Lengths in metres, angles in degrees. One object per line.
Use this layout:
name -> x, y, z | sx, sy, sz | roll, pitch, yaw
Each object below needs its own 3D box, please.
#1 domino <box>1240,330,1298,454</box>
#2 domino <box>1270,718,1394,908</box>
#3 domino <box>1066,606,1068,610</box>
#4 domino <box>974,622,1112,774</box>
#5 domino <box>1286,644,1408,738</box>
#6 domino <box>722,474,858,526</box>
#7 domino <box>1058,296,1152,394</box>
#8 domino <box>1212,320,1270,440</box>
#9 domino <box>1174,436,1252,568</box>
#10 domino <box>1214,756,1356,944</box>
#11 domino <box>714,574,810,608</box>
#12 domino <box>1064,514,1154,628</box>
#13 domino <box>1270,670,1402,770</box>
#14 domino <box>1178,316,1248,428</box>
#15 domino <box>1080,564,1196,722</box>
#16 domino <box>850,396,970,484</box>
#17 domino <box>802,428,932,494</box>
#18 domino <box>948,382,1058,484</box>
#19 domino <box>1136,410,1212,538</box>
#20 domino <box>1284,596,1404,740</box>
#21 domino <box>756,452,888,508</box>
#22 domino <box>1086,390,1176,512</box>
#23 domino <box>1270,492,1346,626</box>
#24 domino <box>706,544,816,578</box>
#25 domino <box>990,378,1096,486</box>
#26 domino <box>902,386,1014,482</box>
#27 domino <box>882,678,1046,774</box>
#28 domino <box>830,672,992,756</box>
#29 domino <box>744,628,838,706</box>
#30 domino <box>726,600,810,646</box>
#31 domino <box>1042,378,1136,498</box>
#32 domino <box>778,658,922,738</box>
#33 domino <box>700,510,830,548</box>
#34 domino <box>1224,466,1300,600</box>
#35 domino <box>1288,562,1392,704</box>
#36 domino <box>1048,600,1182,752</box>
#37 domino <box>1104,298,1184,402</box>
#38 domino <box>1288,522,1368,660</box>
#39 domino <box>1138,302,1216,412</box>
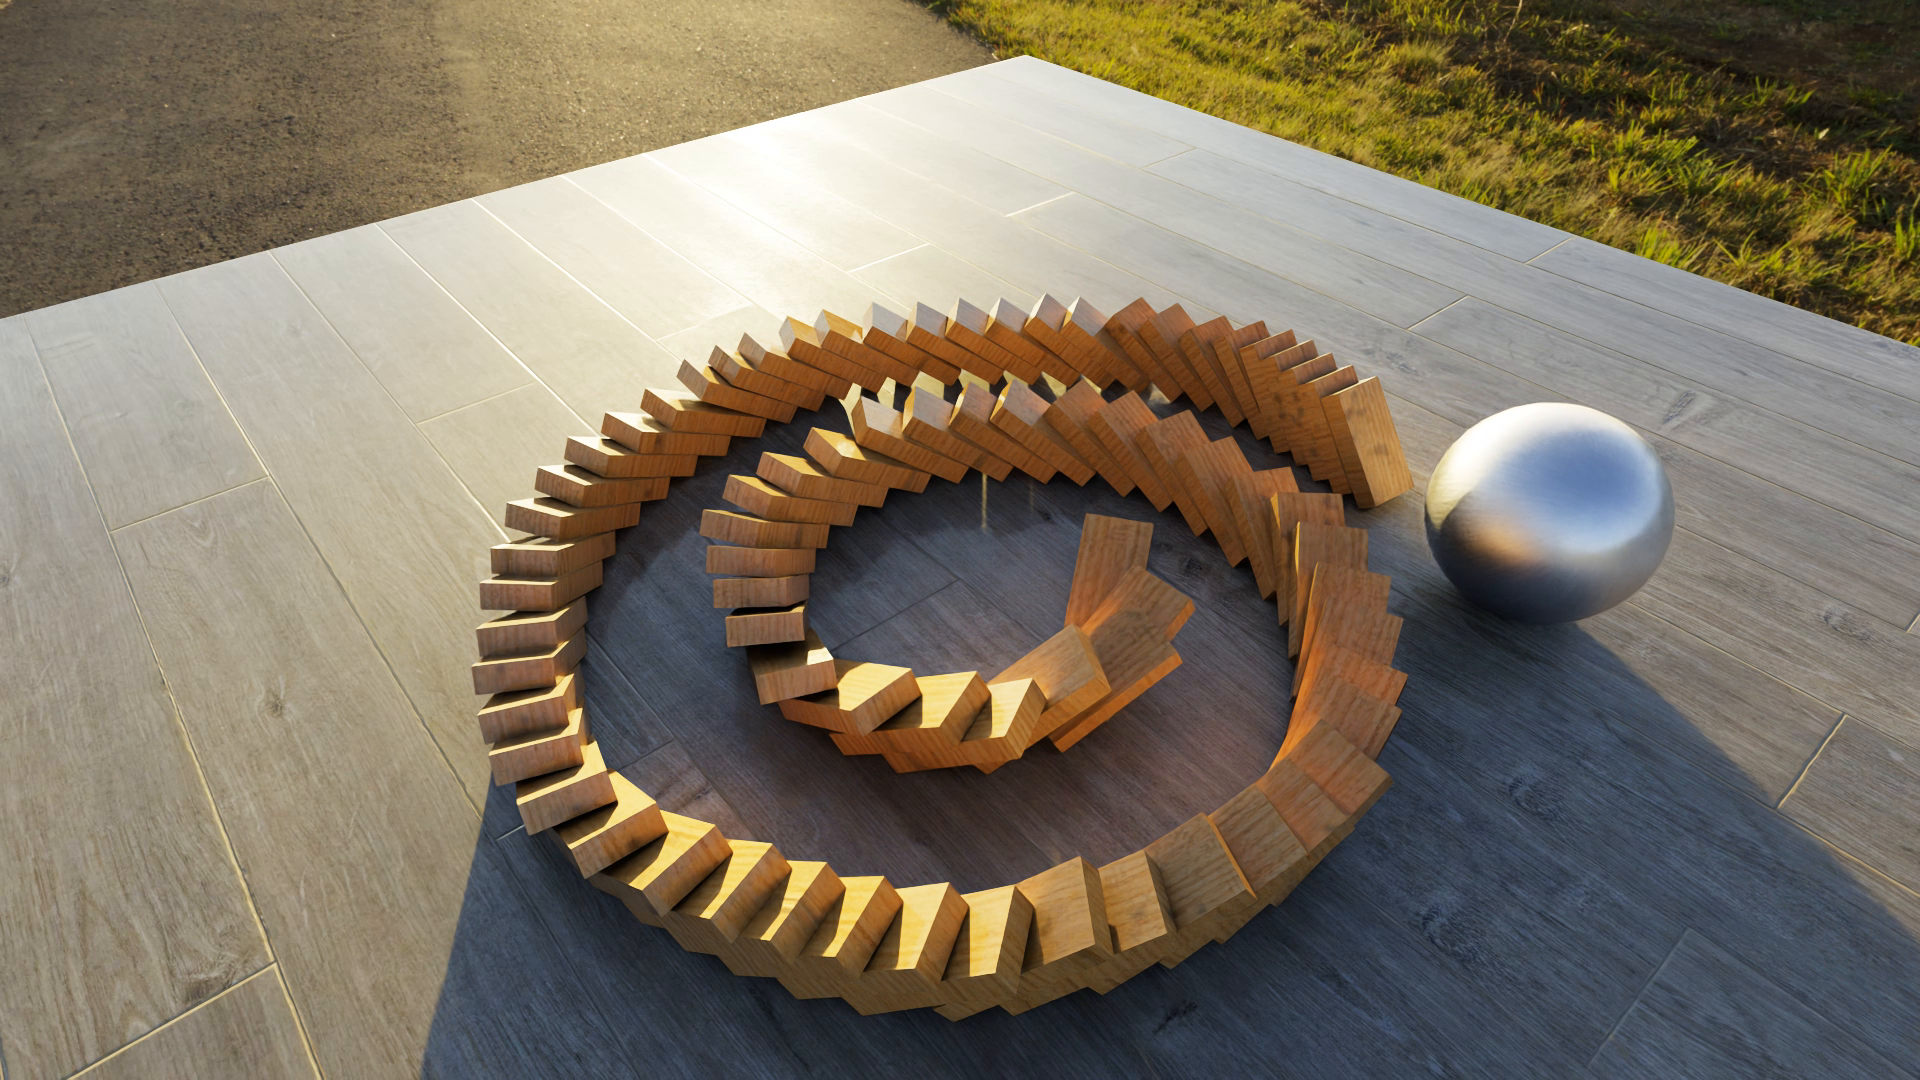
domino -> 0.147, -0.067, 0.498 | 0.025, 0.050, 0.009 | -24, 6, -26
domino -> 0.100, 0.080, 0.324 | 0.050, 0.009, 0.025 | -47, 52, -1
domino -> 0.058, 0.015, 0.425 | 0.025, 0.010, 0.050 | 10, 40, 12
domino -> 0.023, 0.052, 0.358 | 0.050, 0.010, 0.025 | -37, 38, 15
domino -> 0.120, 0.061, 0.351 | 0.025, 0.010, 0.050 | 24, 74, 26
domino -> -0.067, -0.015, 0.440 | 0.025, 0.009, 0.050 | 24, 11, 33
domino -> 0.073, -0.095, 0.539 | 0.050, 0.009, 0.025 | 36, 41, -11
domino -> 0.139, -0.074, 0.509 | 0.025, 0.010, 0.050 | -23, 88, -26
domino -> 0.110, -0.016, 0.445 | 0.025, 0.009, 0.050 | -18, 71, -21
domino -> 0.084, 0.088, 0.315 | 0.050, 0.010, 0.025 | -42, 47, 3
domino -> -0.071, 0.018, 0.398 | 0.025, 0.010, 0.050 | -1, 0, 1
domino -> 0.054, 0.017, 0.401 | 0.025, 0.009, 0.050 | 9, 74, 11
domino -> 0.112, 0.068, 0.337 | 0.025, 0.010, 0.050 | 28, 83, 27
domino -> 0.127, -0.080, 0.520 | 0.025, 0.009, 0.050 | -24, 79, -27
domino -> 0.056, 0.035, 0.381 | 0.025, 0.009, 0.050 | 35, 80, 32
domino -> -0.022, -0.043, 0.477 | 0.050, 0.009, 0.025 | 20, 30, -26
domino -> -0.039, -0.033, 0.464 | 0.050, 0.009, 0.025 | 9, 25, -46
domino -> 0.021, -0.047, 0.482 | 0.050, 0.010, 0.025 | 30, 39, -11
domino -> 0.097, -0.028, 0.460 | 0.025, 0.010, 0.050 | -22, 73, -25
domino -> 0.128, 0.046, 0.367 | 0.025, 0.010, 0.050 | 18, 72, 16
domino -> -0.056, -0.024, 0.451 | 0.025, 0.010, 0.050 | 28, 13, 36
domino -> 0.080, -0.038, 0.471 | 0.025, 0.009, 0.050 | -31, 78, -34
domino -> 0.132, 0.007, 0.414 | 0.025, 0.009, 0.050 | 2, 71, -3
domino -> -0.073, 0.007, 0.411 | 0.025, 0.010, 0.050 | 4, 1, 9
domino -> 0.038, -0.047, 0.480 | 0.050, 0.010, 0.025 | 34, 38, -11
domino -> 0.000, -0.046, 0.481 | 0.050, 0.009, 0.025 | 25, 35, -18
domino -> 0.001, 0.059, 0.350 | 0.050, 0.009, 0.025 | -16, 28, 37
domino -> -0.016, 0.056, 0.354 | 0.050, 0.010, 0.025 | -12, 28, 41
domino -> -0.058, 0.042, 0.373 | 0.025, 0.009, 0.050 | -11, 10, -13
domino -> -0.067, 0.029, 0.386 | 0.025, 0.009, 0.050 | -5, 2, -6
domino -> 0.062, -0.045, 0.479 | 0.050, 0.009, 0.025 | 46, 51, 4
domino -> -0.038, 0.051, 0.362 | 0.025, 0.010, 0.050 | -32, 18, -33
domino -> -0.074, -0.004, 0.425 | 0.025, 0.009, 0.050 | 12, 4, 23
domino -> 0.124, -0.003, 0.430 | 0.025, 0.009, 0.050 | -9, 67, -10
domino -> 0.132, 0.034, 0.382 | 0.025, 0.009, 0.050 | 13, 71, 13
domino -> 0.046, 0.045, 0.368 | 0.050, 0.010, 0.025 | -37, 54, 0
domino -> 0.096, -0.093, 0.537 | 0.050, 0.009, 0.025 | 49, 54, 5
domino -> 0.134, 0.020, 0.399 | 0.025, 0.010, 0.050 | 7, 71, 3
domino -> 0.111, -0.088, 0.530 | 0.025, 0.009, 0.050 | -33, 84, -36
